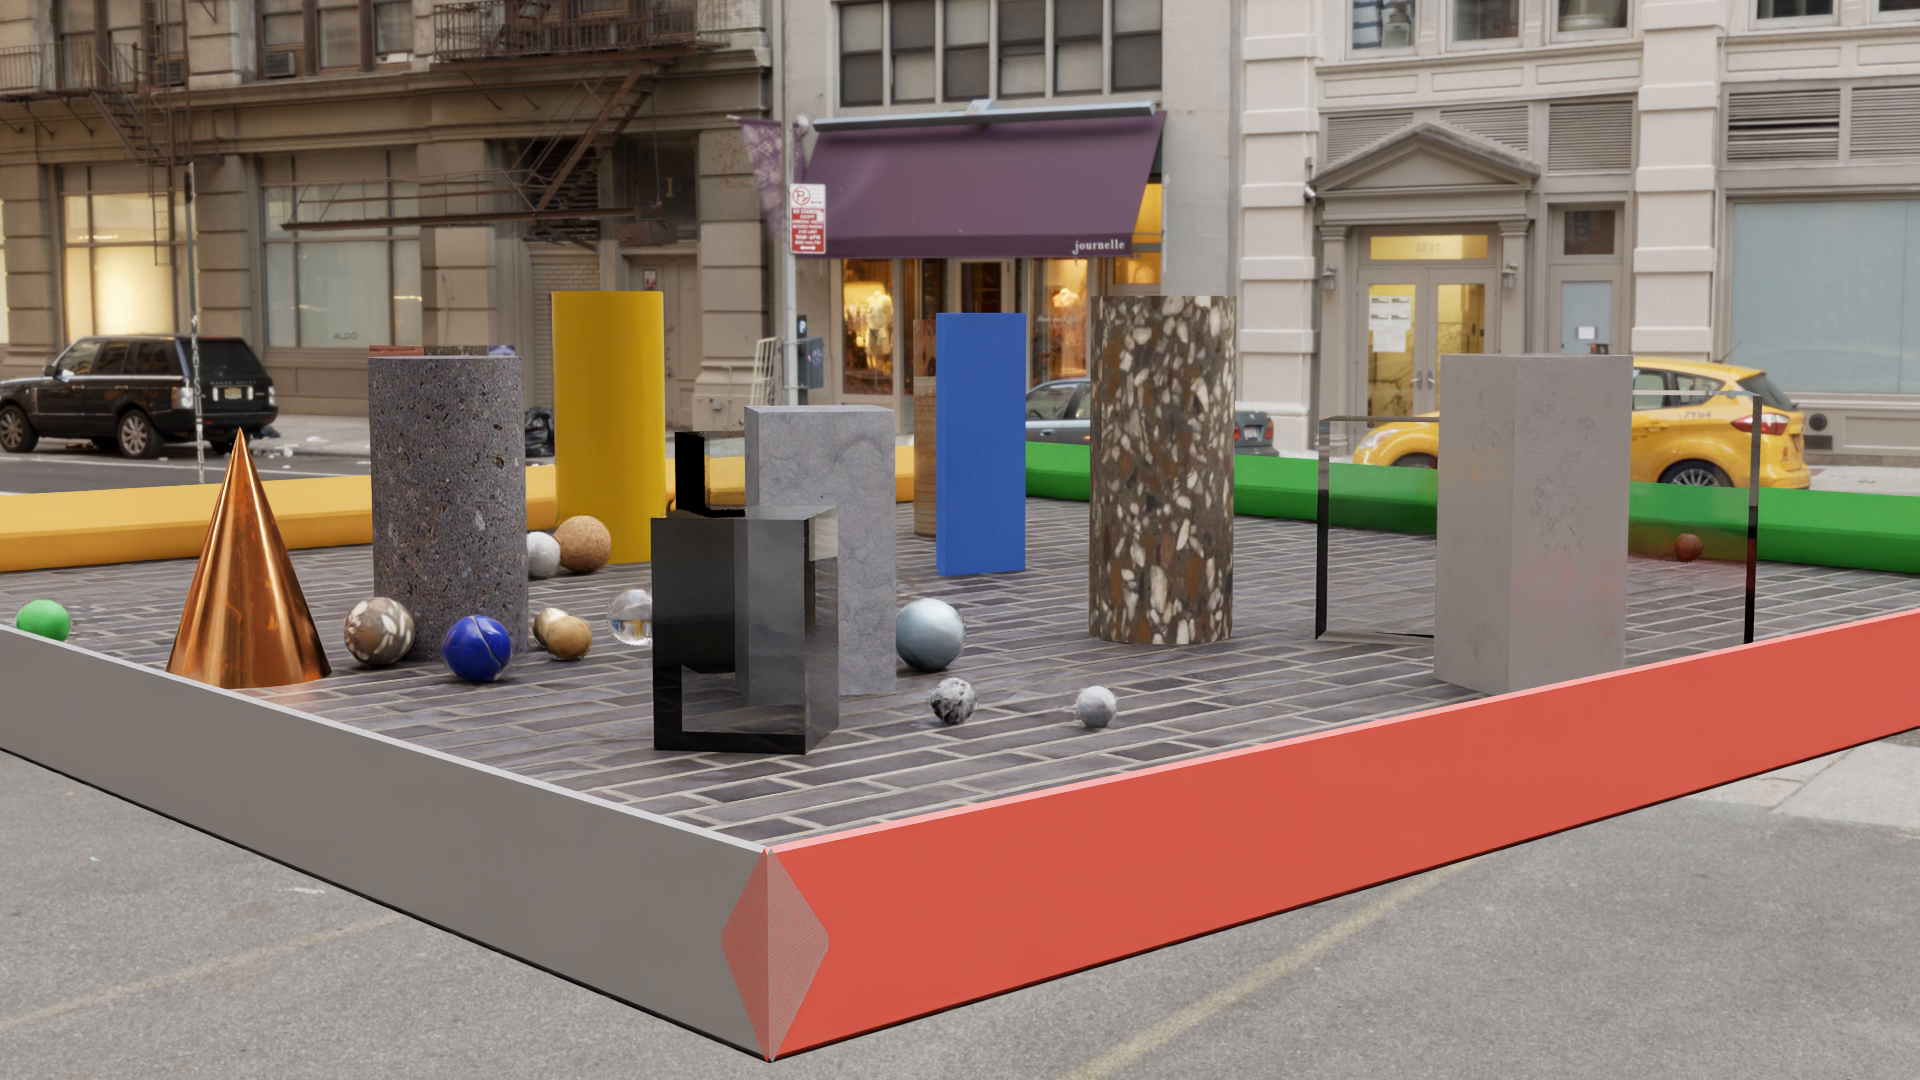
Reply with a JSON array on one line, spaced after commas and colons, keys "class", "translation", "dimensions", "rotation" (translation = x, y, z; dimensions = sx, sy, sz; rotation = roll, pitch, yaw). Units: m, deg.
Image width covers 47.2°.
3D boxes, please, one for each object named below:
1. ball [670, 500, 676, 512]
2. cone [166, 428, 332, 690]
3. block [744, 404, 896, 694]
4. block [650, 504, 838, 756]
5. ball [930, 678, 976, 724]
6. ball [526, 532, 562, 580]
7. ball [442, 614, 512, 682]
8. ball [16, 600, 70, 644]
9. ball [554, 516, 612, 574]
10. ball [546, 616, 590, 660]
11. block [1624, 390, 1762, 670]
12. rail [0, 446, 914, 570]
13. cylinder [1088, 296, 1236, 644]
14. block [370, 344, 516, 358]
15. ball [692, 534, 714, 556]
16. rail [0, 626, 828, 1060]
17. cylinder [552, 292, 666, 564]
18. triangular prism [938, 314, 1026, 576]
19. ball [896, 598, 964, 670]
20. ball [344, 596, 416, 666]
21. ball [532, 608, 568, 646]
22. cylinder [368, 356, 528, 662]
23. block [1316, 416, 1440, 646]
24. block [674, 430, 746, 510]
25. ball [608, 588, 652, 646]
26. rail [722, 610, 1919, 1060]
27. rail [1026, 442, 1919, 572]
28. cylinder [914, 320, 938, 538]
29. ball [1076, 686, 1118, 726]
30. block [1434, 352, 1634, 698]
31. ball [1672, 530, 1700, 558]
[{"class": "ball", "translation": [-0.586, -0.066, 4.656], "dimensions": [0.052, 0.052, 0.052], "rotation": [0, 6, 0]}, {"class": "cone", "translation": [-0.871, 0.013, 2.675], "dimensions": [0.197, 0.306, 0.197], "rotation": [0, 6, 0]}, {"class": "block", "translation": [-0.168, 0.008, 2.611], "dimensions": [0.158, 0.329, 0.158], "rotation": [-1, 6, -11]}, {"class": "block", "translation": [-0.221, 0.089, 2.286], "dimensions": [0.158, 0.237, 0.158], "rotation": [1, 6, 9]}, {"class": "ball", "translation": [-0.007, 0.174, 2.377], "dimensions": [0.049, 0.049, 0.049], "rotation": [0, 6, 0]}, {"class": "ball", "translation": [-0.702, 0.026, 3.650], "dimensions": [0.079, 0.079, 0.079], "rotation": [0, 6, 0]}, {"class": "ball", "translation": [-0.581, 0.130, 2.644], "dimensions": [0.081, 0.081, 0.081], "rotation": [0, 6, 0]}, {"class": "ball", "translation": [-1.205, 0.111, 2.891], "dimensions": [0.066, 0.066, 0.066], "rotation": [0, 6, 0]}, {"class": "ball", "translation": [-0.642, 0.007, 3.734], "dimensions": [0.099, 0.099, 0.099], "rotation": [0, 6, 0]}, {"class": "ball", "translation": [-0.500, 0.125, 2.808], "dimensions": [0.056, 0.056, 0.056], "rotation": [0, 6, 0]}, {"class": "block", "translation": [0.896, -0.011, 2.726], "dimensions": [0.158, 0.343, 0.158], "rotation": [1, 6, 14]}, {"class": "rail", "translation": [-0.951, -0.074, 4.357], "dimensions": [2.940, 0.128, 0.045], "rotation": [-5, 8, -42]}, {"class": "cylinder", "translation": [0.277, -0.101, 3.017], "dimensions": [0.197, 0.463, 0.197], "rotation": [0, 6, 0]}, {"class": "block", "translation": [-0.792, -0.103, 3.381], "dimensions": [0.158, 0.391, 0.158], "rotation": [-6, 8, -44]}, {"class": "ball", "translation": [-0.465, 0.010, 3.983], "dimensions": [0.041, 0.041, 0.041], "rotation": [0, 6, 0]}, {"class": "rail", "translation": [-1.063, 0.135, 2.356], "dimensions": [0.045, 0.128, 2.853], "rotation": [-5, 8, -42]}, {"class": "cylinder", "translation": [-0.629, -0.206, 3.953], "dimensions": [0.197, 0.478, 0.197], "rotation": [0, 6, 0]}, {"class": "triangular prism", "translation": [0.001, -0.169, 3.782], "dimensions": [0.171, 0.440, 0.148], "rotation": [-4, 7, -33]}, {"class": "ball", "translation": [-0.039, 0.117, 2.725], "dimensions": [0.090, 0.090, 0.090], "rotation": [0, 6, 0]}, {"class": "ball", "translation": [-0.728, 0.115, 2.759], "dimensions": [0.087, 0.087, 0.087], "rotation": [0, 6, 0]}, {"class": "ball", "translation": [-0.539, 0.116, 2.912], "dimensions": [0.053, 0.053, 0.053], "rotation": [0, 6, 0]}, {"class": "cylinder", "translation": [-0.666, -0.046, 2.871], "dimensions": [0.197, 0.384, 0.197], "rotation": [0, 6, 0]}, {"class": "block", "translation": [0.581, -0.017, 3.012], "dimensions": [0.158, 0.297, 0.158], "rotation": [2, 6, 18]}, {"class": "block", "translation": [-0.269, 0.006, 2.842], "dimensions": [0.158, 0.287, 0.158], "rotation": [-3, 6, -23]}, {"class": "ball", "translation": [-0.431, 0.102, 2.932], "dimensions": [0.077, 0.077, 0.077], "rotation": [0, 6, 0]}, {"class": "rail", "translation": [0.951, 0.140, 2.307], "dimensions": [2.940, 0.128, 0.045], "rotation": [-5, 8, -42]}, {"class": "rail", "translation": [1.063, -0.069, 4.307], "dimensions": [0.045, 0.128, 2.853], "rotation": [-5, 8, -42]}, {"class": "cylinder", "translation": [0.006, -0.226, 4.388], "dimensions": [0.197, 0.426, 0.197], "rotation": [0, 6, 0]}, {"class": "ball", "translation": [0.146, 0.178, 2.358], "dimensions": [0.044, 0.044, 0.044], "rotation": [0, 6, 0]}, {"class": "block", "translation": [0.675, -0.022, 2.601], "dimensions": [0.158, 0.393, 0.158], "rotation": [-2, 6, -20]}, {"class": "ball", "translation": [1.313, 0.007, 3.976], "dimensions": [0.050, 0.050, 0.050], "rotation": [0, 6, 0]}]
